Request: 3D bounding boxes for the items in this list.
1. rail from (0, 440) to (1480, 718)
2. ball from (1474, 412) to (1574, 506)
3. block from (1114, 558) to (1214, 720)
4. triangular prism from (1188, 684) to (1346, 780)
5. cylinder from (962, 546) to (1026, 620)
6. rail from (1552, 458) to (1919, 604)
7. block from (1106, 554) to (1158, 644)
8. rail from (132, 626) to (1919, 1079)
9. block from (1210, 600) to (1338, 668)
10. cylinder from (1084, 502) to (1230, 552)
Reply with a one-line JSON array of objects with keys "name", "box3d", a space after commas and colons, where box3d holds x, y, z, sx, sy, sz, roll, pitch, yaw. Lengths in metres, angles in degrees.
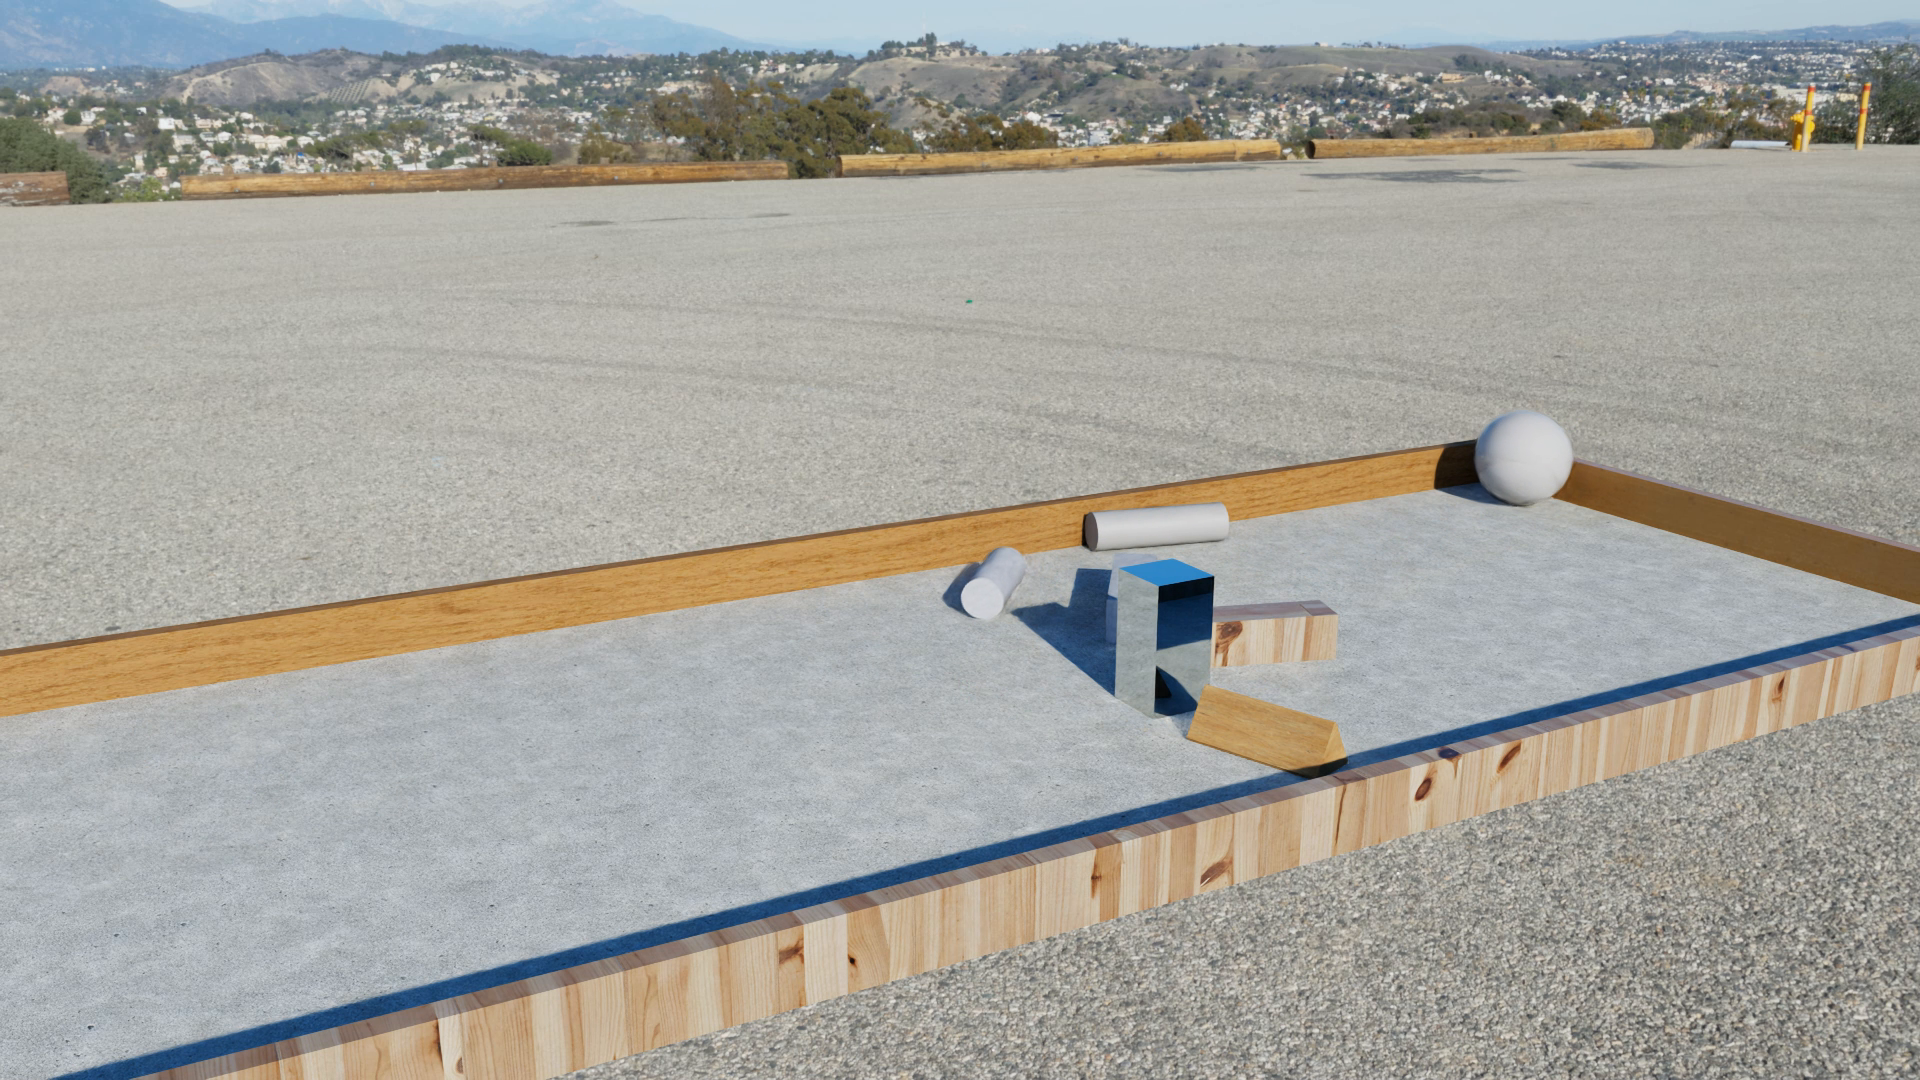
[{"name": "rail", "box3d": [-3.305, 0.497, 3.399, 12.000, 0.150, 0.050, -9, 18, -27]}, {"name": "ball", "box3d": [1.962, -0.285, 5.744, 0.327, 0.327, 0.327, 0, 16, 0]}, {"name": "block", "box3d": [0.490, 0.235, 3.965, 0.162, 0.332, 0.162, -9, 19, -28]}, {"name": "triangular prism", "box3d": [0.691, 0.420, 3.710, 0.338, 0.115, 0.133, 14, 21, 40]}, {"name": "cylinder", "box3d": [0.100, 0.121, 4.727, 0.121, 0.121, 0.315, 4, 17, 13]}, {"name": "rail", "box3d": [2.466, -0.048, 5.253, 0.050, 0.150, 2.100, -9, 18, -27]}, {"name": "block", "box3d": [0.481, 0.159, 4.599, 0.122, 0.122, 0.433, 2, 17, 8]}, {"name": "rail", "box3d": [-2.336, 1.006, 1.665, 12.000, 0.150, 0.050, -9, 18, -27]}, {"name": "block", "box3d": [0.785, 0.244, 4.307, 0.370, 0.122, 0.122, -3, 17, -10]}, {"name": "cylinder", "box3d": [0.631, -0.043, 5.282, 0.445, 0.125, 0.125, -4, 17, -15]}]
